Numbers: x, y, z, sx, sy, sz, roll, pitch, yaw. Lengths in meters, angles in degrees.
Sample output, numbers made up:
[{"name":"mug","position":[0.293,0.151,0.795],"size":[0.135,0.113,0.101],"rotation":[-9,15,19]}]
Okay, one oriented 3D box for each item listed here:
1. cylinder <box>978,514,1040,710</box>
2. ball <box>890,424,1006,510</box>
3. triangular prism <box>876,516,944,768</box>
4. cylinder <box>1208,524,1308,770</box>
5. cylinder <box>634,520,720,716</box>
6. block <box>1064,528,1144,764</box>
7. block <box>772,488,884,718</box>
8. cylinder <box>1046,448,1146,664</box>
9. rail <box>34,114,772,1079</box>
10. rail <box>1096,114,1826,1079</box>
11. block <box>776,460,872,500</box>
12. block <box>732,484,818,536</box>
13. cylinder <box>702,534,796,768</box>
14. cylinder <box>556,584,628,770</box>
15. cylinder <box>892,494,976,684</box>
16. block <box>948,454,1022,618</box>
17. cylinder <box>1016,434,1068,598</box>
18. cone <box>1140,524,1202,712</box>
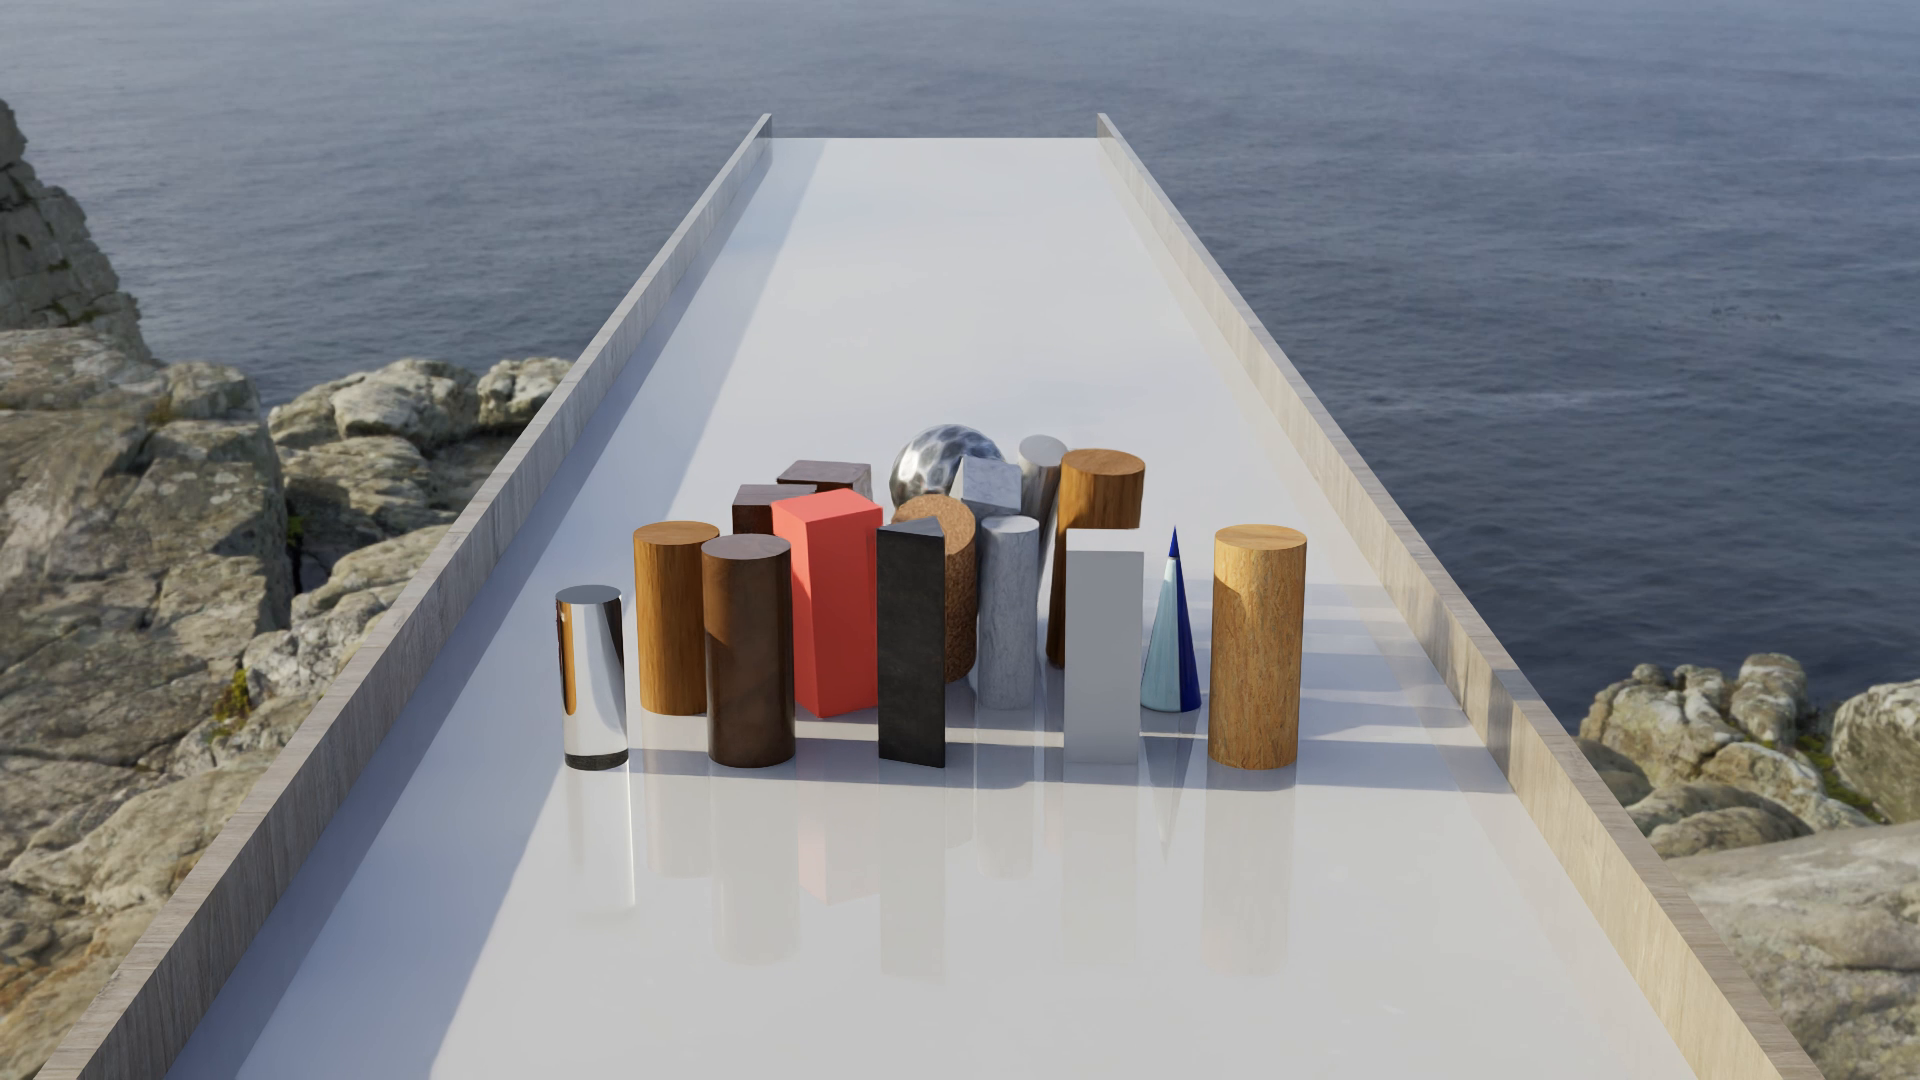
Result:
[{"name":"cylinder","position":[0.091,0.136,4.146],"size":[0.110,0.352,0.110],"rotation":[1,18,0]},{"name":"ball","position":[-0.020,-0.112,4.430],"size":[0.244,0.244,0.244],"rotation":[0,17,0]},{"name":"triangular prism","position":[-0.066,0.176,3.888],"size":[0.127,0.425,0.110],"rotation":[7,18,22]},{"name":"cylinder","position":[0.524,0.188,3.886],"size":[0.159,0.404,0.159],"rotation":[0,17,0]},{"name":"cylinder","position":[-0.529,0.146,4.149],"size":[0.160,0.334,0.160],"rotation":[0,17,0]},{"name":"block","position":[0.253,0.188,3.907],"size":[0.133,0.392,0.133],"rotation":[1,17,3]},{"name":"block","position":[-0.239,0.117,4.144],"size":[0.155,0.385,0.155],"rotation":[-12,20,-26]},{"name":"cylinder","position":[0.267,0.038,4.360],"size":[0.163,0.408,0.163],"rotation":[4,21,-1]},{"name":"rail","position":[-1.118,-0.838,7.780],"size":[0.050,0.150,12.000],"rotation":[0,17,-1]},{"name":"rail","position":[0.932,-0.844,7.801],"size":[0.050,0.150,12.000],"rotation":[0,17,-1]},{"name":"block","position":[-0.278,0.022,4.555],"size":[0.159,0.340,0.159],"rotation":[4,17,12]},{"name":"block","position":[-0.362,0.076,4.364],"size":[0.153,0.345,0.153],"rotation":[0,17,1]},{"name":"cylinder","position":[-0.373,0.195,3.894],"size":[0.157,0.385,0.157],"rotation":[0,17,0]},{"name":"cylinder","position":[-0.647,0.242,3.873],"size":[0.113,0.308,0.113],"rotation":[0,17,0]},{"name":"cylinder","position":[-0.047,0.098,4.191],"size":[0.157,0.377,0.157],"rotation":[0,49,0]},{"name":"block","position":[0.007,0.031,4.321],"size":[0.115,0.438,0.115],"rotation":[11,47,-10]},{"name":"cylinder","position":[0.137,-0.012,4.490],"size":[0.100,0.443,0.100],"rotation":[6,41,-5]},{"name":"cone","position":[0.400,0.139,4.142],"size":[0.122,0.352,0.122],"rotation":[0,17,0]}]
